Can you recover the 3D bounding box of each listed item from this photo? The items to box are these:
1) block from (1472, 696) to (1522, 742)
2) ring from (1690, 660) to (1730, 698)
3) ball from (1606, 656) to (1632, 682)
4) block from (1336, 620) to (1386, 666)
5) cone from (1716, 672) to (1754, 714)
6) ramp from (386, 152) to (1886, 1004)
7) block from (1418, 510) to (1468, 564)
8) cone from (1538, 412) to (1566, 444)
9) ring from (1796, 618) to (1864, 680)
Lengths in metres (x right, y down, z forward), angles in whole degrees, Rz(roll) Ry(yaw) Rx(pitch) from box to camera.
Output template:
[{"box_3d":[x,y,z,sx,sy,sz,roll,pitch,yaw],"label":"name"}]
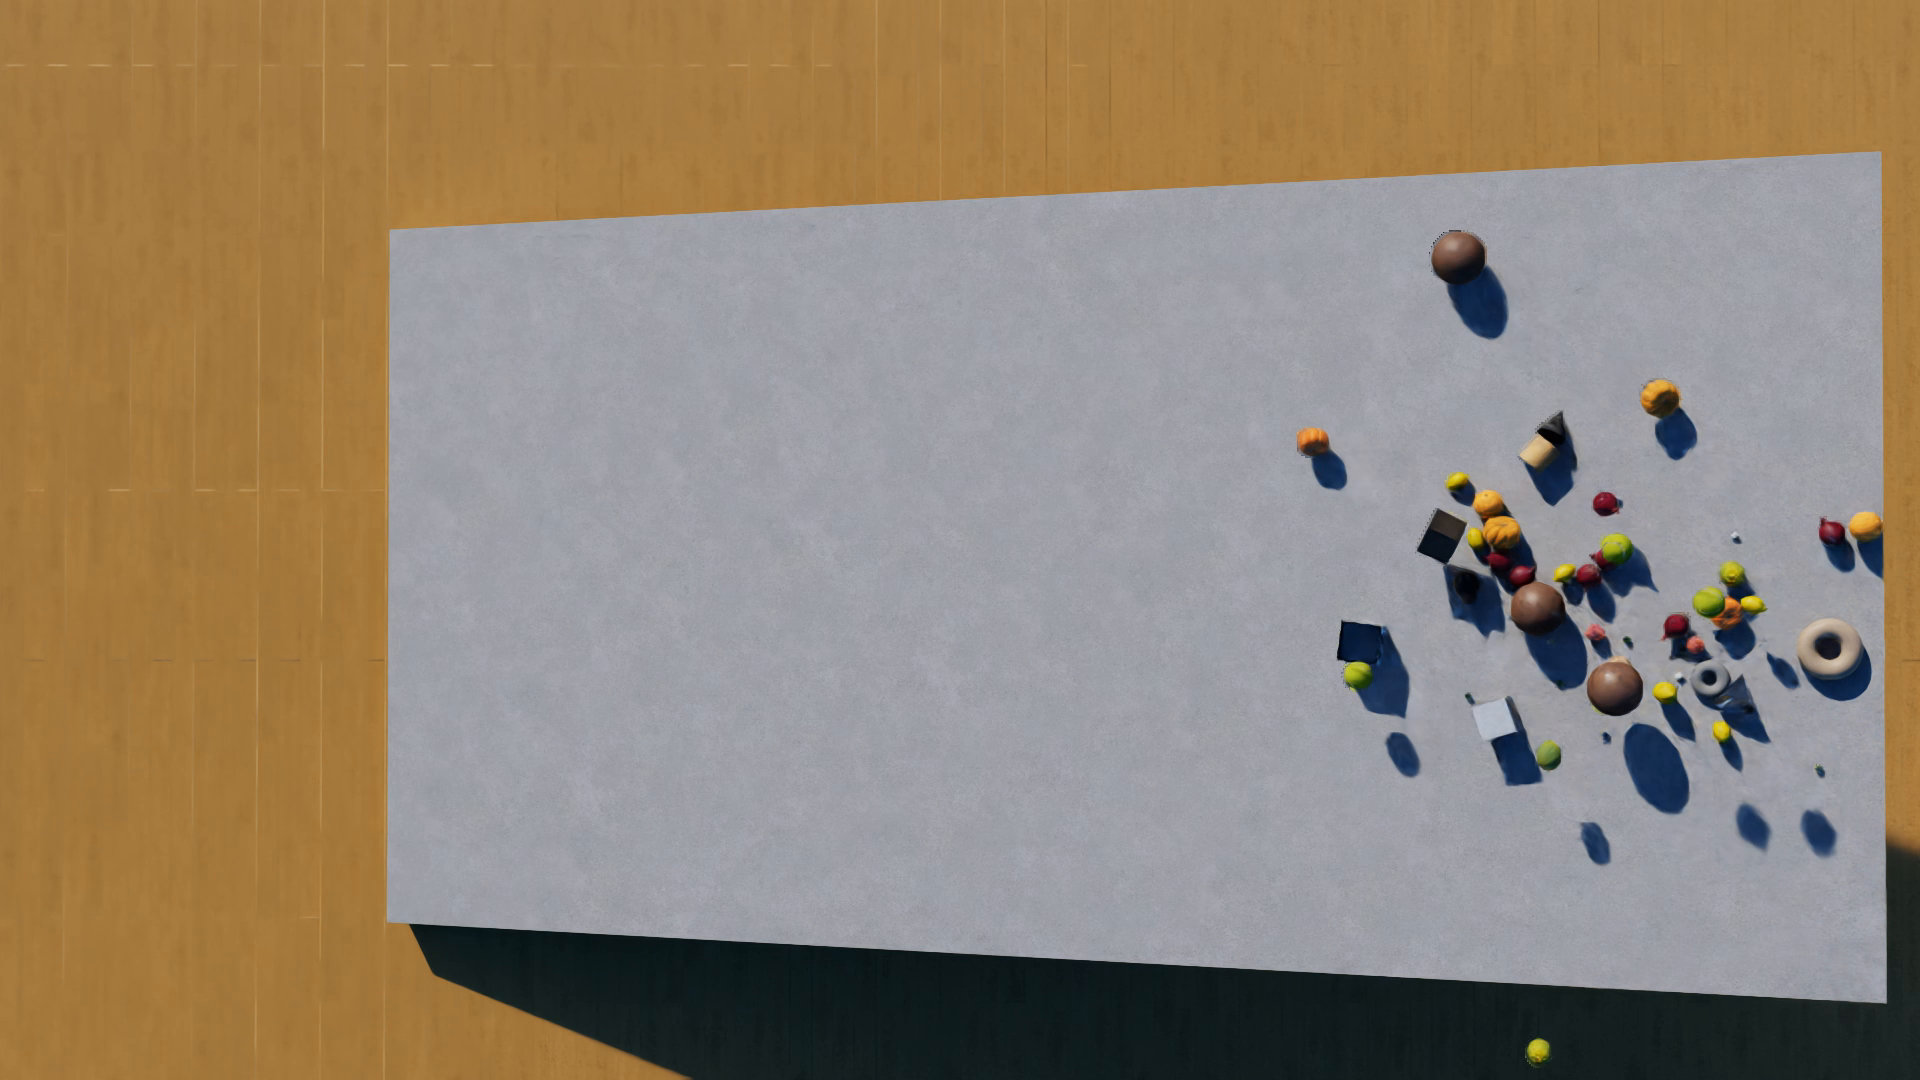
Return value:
[{"box_3d":[1.312,0.436,5.373,0.085,0.085,0.085,-20,83,23],"label":"block"},{"box_3d":[1.794,0.333,5.258,0.092,0.031,0.092,0,89,18],"label":"ring"},{"box_3d":[1.590,0.311,5.306,0.060,0.060,0.060,0,89,0],"label":"ball"},{"box_3d":[0.998,0.255,5.472,0.098,0.098,0.098,7,91,17],"label":"block"},{"box_3d":[1.854,0.355,5.234,0.090,0.090,0.090,22,68,0],"label":"cone"},{"box_3d":[0.274,0.094,5.803,4.000,0.100,2.000,0,89,17],"label":"ramp"},{"box_3d":[1.174,-0.007,5.356,0.081,0.081,0.081,27,44,10],"label":"block"},{"box_3d":[1.455,-0.285,5.363,0.072,0.072,0.072,27,79,0],"label":"cone"},{"box_3d":[2.046,0.257,5.172,0.148,0.049,0.148,0,89,19],"label":"ring"}]
